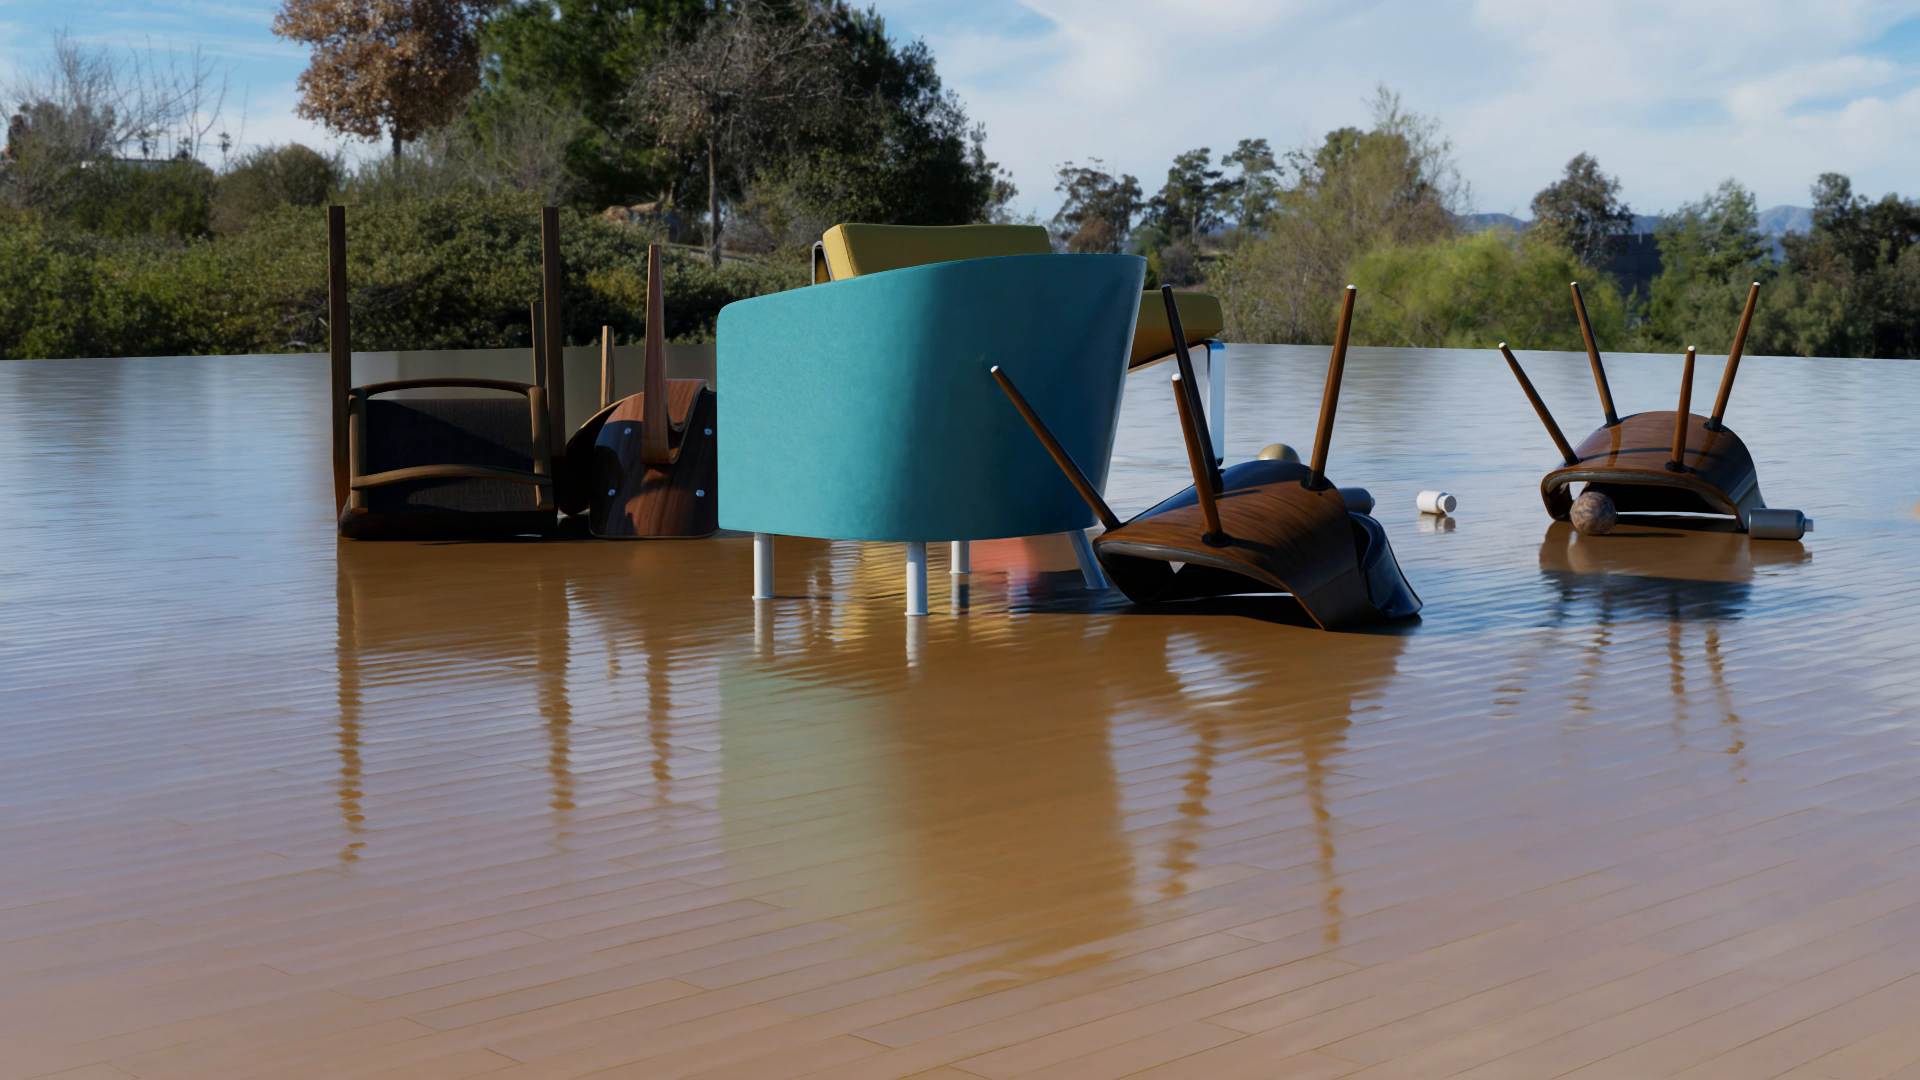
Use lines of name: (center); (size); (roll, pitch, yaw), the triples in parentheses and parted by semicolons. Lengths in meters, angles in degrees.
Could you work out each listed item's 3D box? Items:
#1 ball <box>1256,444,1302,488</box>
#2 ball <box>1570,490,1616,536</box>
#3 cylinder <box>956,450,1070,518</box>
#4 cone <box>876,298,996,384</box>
ball: (0.994, -0.234, 8.005); (0.138, 0.138, 0.138); (0, 6, 0)
ball: (1.610, -0.068, 6.523); (0.113, 0.113, 0.113); (0, 6, 0)
cylinder: (0.149, -0.159, 7.111); (0.211, 0.151, 0.266); (4, 30, 34)
cone: (-0.070, -0.364, 5.239); (0.236, 0.185, 0.223); (-21, 15, 11)
